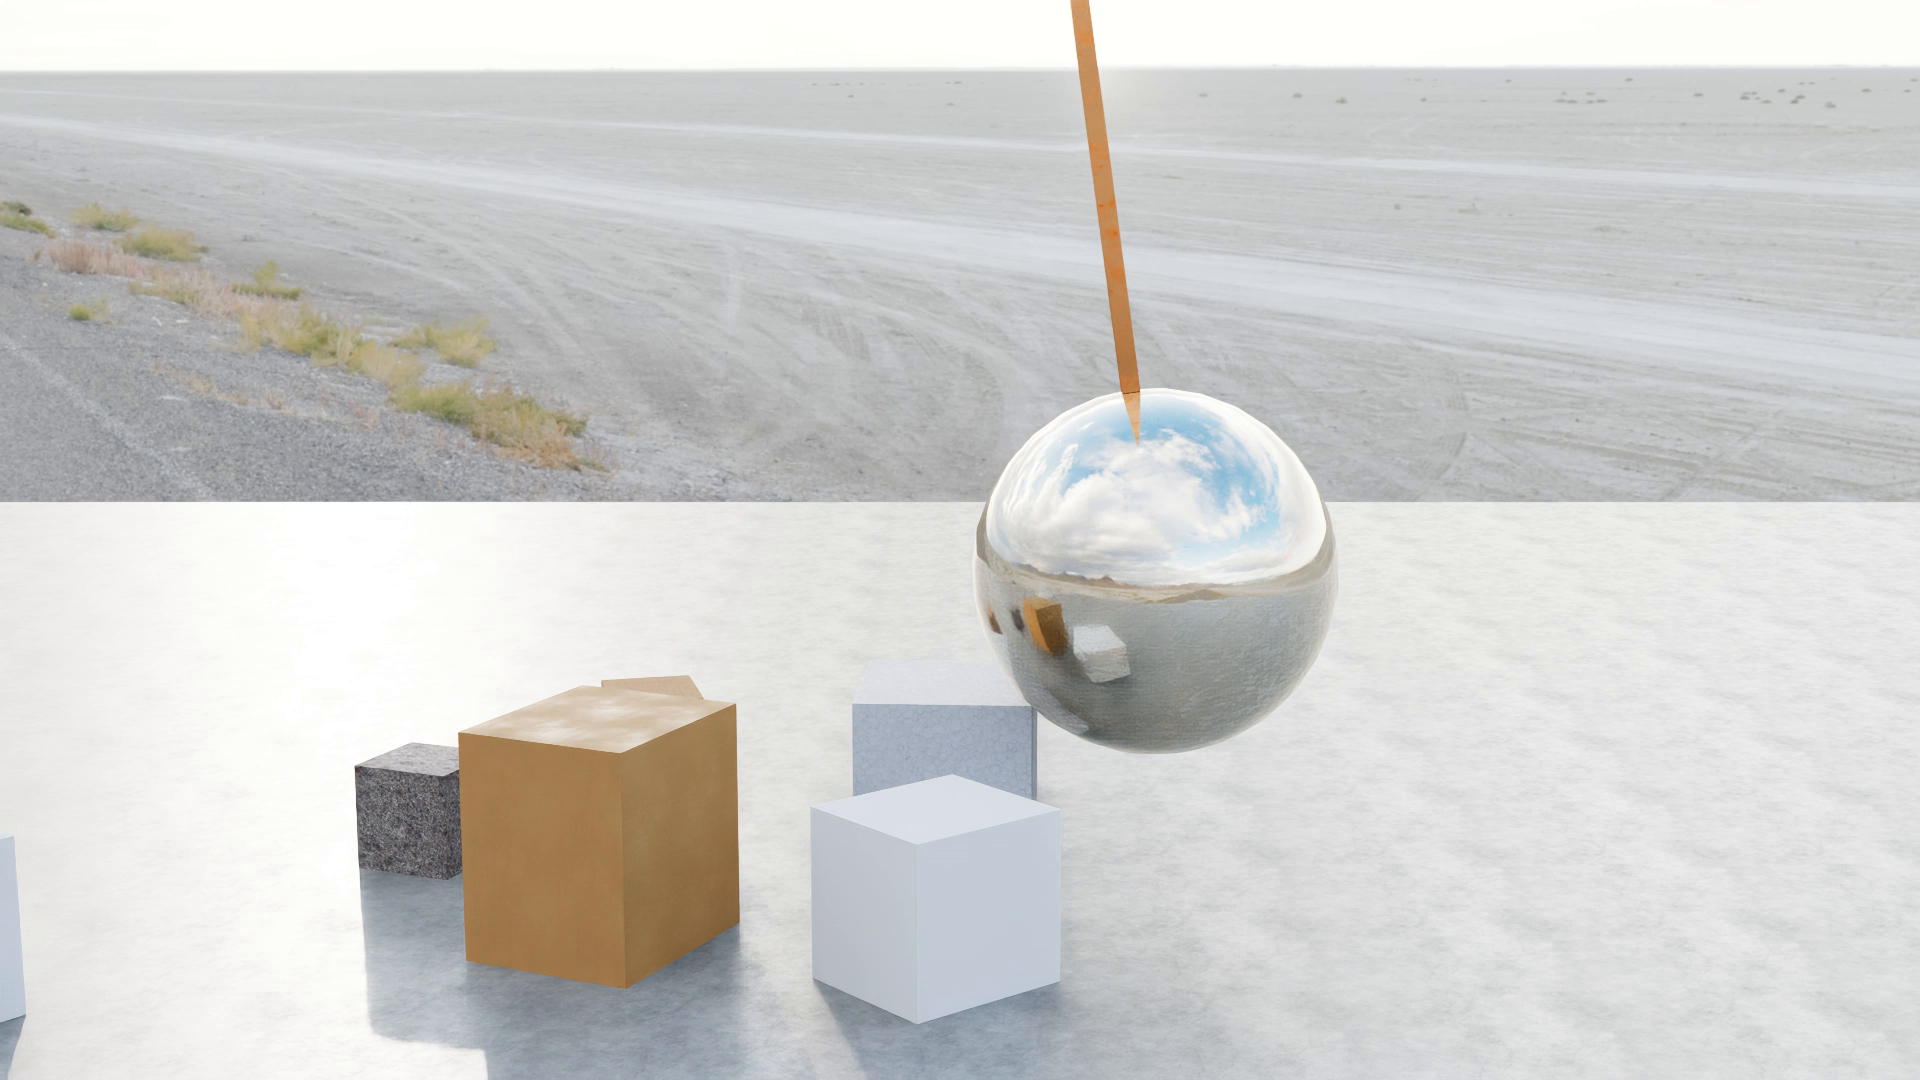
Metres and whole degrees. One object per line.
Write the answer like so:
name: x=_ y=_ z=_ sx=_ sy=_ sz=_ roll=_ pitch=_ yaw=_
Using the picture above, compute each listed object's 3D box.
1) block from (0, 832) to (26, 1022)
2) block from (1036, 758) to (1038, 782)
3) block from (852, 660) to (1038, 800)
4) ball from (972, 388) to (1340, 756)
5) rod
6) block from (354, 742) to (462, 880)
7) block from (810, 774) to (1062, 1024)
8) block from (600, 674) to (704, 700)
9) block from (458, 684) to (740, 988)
block: x=-4.055 y=1.464 z=9.557 sx=0.724 sy=0.701 sz=0.778 roll=8 pitch=13 yaw=37
block: x=0.030 y=0.963 z=12.611 sx=0.609 sy=0.594 sz=0.608 roll=2 pitch=11 yaw=12
block: x=-0.055 y=1.025 z=11.798 sx=0.793 sy=0.763 sz=0.858 roll=1 pitch=10 yaw=3
ball: x=0.850 y=0.137 z=11.205 sx=1.600 sy=1.600 sz=1.600 roll=0 pitch=10 yaw=0
rod: x=0.368 y=-3.174 z=10.603 sx=0.080 sy=5.200 sz=0.080 roll=-8 pitch=10 yaw=1
block: x=-2.394 y=1.214 z=11.561 sx=0.467 sy=0.474 sz=0.444 roll=4 pitch=11 yaw=22
block: x=-0.095 y=1.382 z=10.014 sx=0.720 sy=0.698 sz=0.658 roll=-9 pitch=13 yaw=-39
block: x=-1.539 y=0.978 z=12.846 sx=0.449 sy=0.479 sz=0.505 roll=-3 pitch=11 yaw=-14
block: x=-1.451 y=1.180 z=10.435 sx=0.755 sy=0.945 sz=0.881 roll=5 pitch=11 yaw=25
